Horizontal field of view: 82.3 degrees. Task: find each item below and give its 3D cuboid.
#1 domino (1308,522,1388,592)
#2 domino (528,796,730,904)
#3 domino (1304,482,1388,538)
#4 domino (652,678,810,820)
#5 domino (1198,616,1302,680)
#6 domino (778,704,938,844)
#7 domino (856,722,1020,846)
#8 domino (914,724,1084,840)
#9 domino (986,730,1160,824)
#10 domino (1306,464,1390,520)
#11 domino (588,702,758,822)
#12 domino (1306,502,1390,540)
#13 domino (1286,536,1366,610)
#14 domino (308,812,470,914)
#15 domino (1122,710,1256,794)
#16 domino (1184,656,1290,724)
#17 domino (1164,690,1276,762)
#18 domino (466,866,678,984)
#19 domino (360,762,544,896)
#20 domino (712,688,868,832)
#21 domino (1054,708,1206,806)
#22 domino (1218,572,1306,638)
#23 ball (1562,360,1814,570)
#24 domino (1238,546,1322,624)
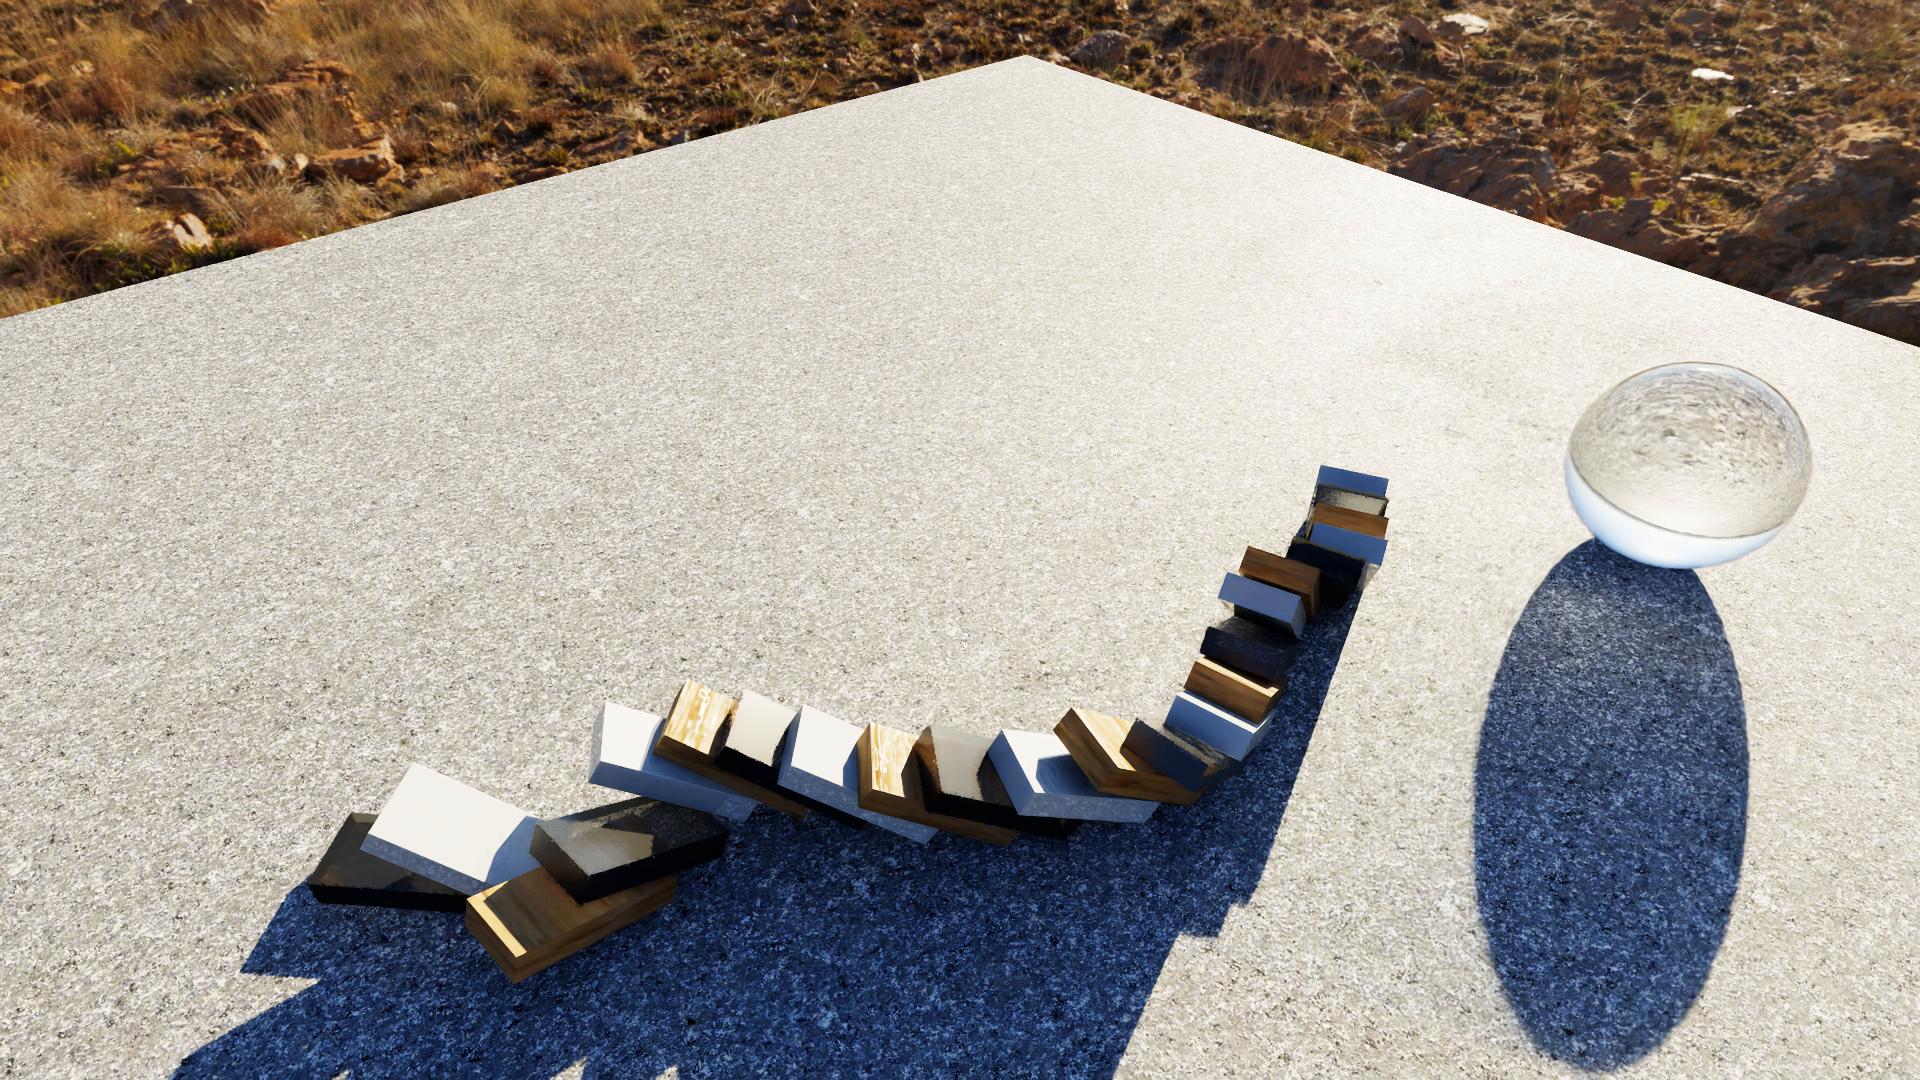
[{"bbox_3d":[0.141,0.007,0.407,0.025,0.050,0.009,16,81,16],"label":"domino"},{"bbox_3d":[-0.095,0.087,0.318,0.025,0.010,0.050,30,18,31],"label":"domino"},{"bbox_3d":[0.148,-0.008,0.425,0.025,0.050,0.010,14,80,16],"label":"domino"},{"bbox_3d":[-0.067,0.065,0.343,0.050,0.010,0.025,28,31,-14],"label":"domino"},{"bbox_3d":[0.100,0.036,0.377,0.025,0.010,0.050,20,8,23],"label":"domino"},{"bbox_3d":[-0.029,0.071,0.336,0.050,0.009,0.025,27,32,-17],"label":"domino"},{"bbox_3d":[-0.007,0.074,0.334,0.050,0.009,0.025,21,34,-22],"label":"domino"},{"bbox_3d":[0.012,0.074,0.334,0.050,0.009,0.025,19,35,-26],"label":"domino"},{"bbox_3d":[0.035,0.073,0.336,0.050,0.009,0.025,13,30,-33],"label":"domino"},{"bbox_3d":[0.152,-0.015,0.434,0.025,0.050,0.009,14,80,16],"label":"domino"},{"bbox_3d":[-0.087,0.068,0.338,0.050,0.010,0.025,22,27,-26],"label":"domino"},{"bbox_3d":[0.145,-0.001,0.416,0.025,0.050,0.009,14,80,16],"label":"domino"},{"bbox_3d":[0.130,0.013,0.399,0.025,0.050,0.009,21,82,16],"label":"domino"},{"bbox_3d":[-0.162,0.096,0.327,0.050,0.010,0.025,3,39,3],"label":"domino"},{"bbox_3d":[0.072,0.064,0.342,0.025,0.009,0.050,32,12,28],"label":"domino"},{"bbox_3d":[0.092,0.047,0.363,0.025,0.010,0.050,26,10,21],"label":"domino"},{"bbox_3d":[0.084,0.056,0.352,0.025,0.010,0.050,26,10,22],"label":"domino"},{"bbox_3d":[-0.108,0.101,0.307,0.025,0.010,0.050,30,28,31],"label":"domino"},{"bbox_3d":[-0.141,0.087,0.317,0.050,0.010,0.025,30,36,-15],"label":"domino"},{"bbox_3d":[-0.049,0.068,0.340,0.050,0.010,0.025,28,31,-14],"label":"domino"},{"bbox_3d":[0.053,0.067,0.338,0.050,0.010,0.025,21,23,-44],"label":"domino"},{"bbox_3d":[0.107,0.024,0.387,0.025,0.050,0.009,20,86,23],"label":"domino"},{"bbox_3d":[0.277,-0.028,0.423,0.080,0.080,0.080,0,39,0],"label":"ball"},{"bbox_3d":[0.116,0.017,0.395,0.025,0.050,0.009,20,82,23],"label":"domino"}]
